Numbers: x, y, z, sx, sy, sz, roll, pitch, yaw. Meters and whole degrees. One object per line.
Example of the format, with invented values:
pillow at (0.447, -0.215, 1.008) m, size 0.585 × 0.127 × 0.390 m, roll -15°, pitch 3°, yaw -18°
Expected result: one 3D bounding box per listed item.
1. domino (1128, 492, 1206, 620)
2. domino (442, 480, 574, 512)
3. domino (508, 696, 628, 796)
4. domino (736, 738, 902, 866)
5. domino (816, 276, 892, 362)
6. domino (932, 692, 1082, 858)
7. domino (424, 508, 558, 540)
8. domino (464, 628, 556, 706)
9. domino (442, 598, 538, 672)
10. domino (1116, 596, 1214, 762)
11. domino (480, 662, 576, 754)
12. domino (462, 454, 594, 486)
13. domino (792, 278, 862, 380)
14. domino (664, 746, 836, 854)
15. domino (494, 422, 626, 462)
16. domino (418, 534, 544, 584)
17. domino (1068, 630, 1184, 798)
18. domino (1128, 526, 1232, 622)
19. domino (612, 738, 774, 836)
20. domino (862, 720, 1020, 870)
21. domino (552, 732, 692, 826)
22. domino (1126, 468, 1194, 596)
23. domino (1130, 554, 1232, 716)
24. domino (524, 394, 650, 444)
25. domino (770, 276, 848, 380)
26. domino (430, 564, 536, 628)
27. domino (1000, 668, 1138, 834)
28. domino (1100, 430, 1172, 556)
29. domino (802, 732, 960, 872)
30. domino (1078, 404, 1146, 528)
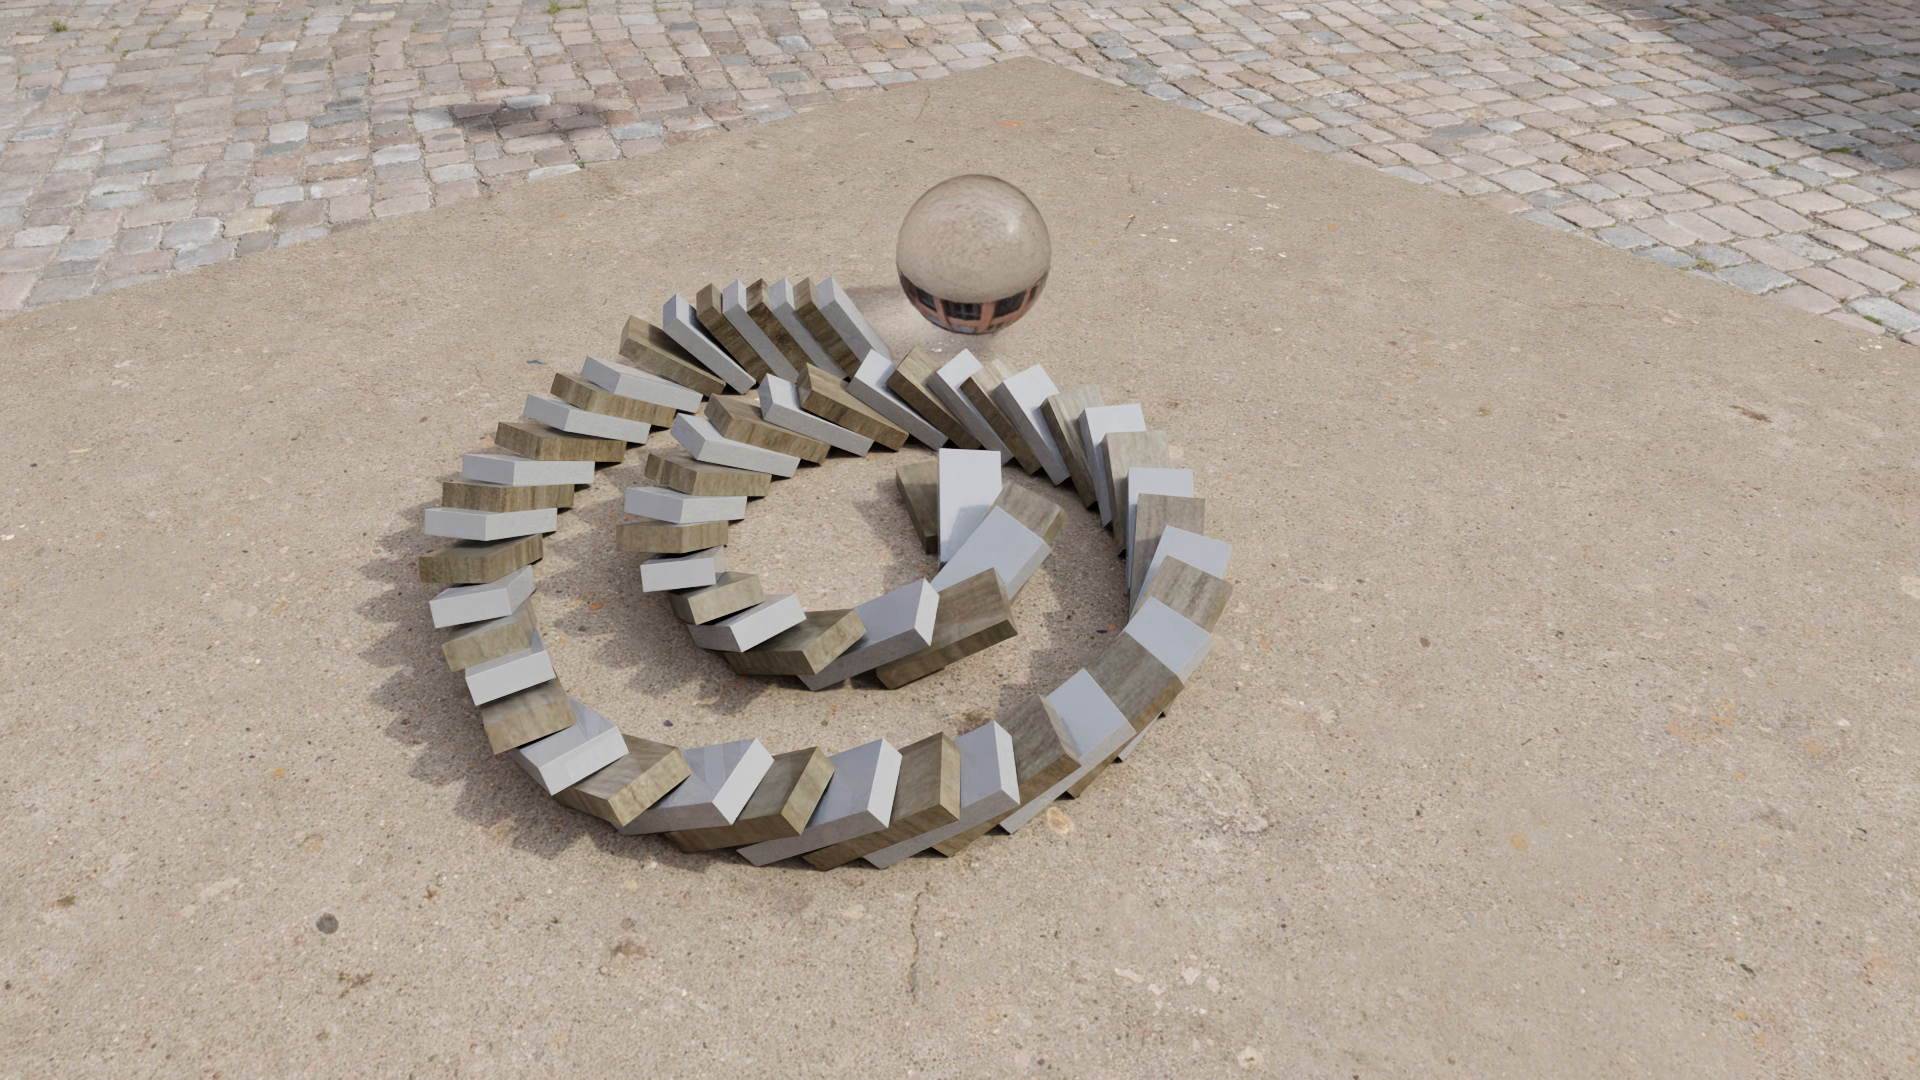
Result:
domino at (0.077, 0.008, 0.413) m, size 0.025 × 0.009 × 0.050 m, roll 5°, pitch 73°, yaw 7°
domino at (-0.181, -0.018, 0.444) m, size 0.025 × 0.009 × 0.050 m, roll 6°, pitch 6°, yaw 12°
domino at (-0.126, 0.064, 0.348) m, size 0.025 × 0.010 × 0.050 m, roll -28°, pitch 20°, yaw -30°
domino at (-0.042, 0.078, 0.326) m, size 0.050 × 0.010 × 0.025 m, roll -23°, pitch 34°, yaw 27°
domino at (-0.051, -0.103, 0.539) m, size 0.010 × 0.050 × 0.025 m, roll -30°, pitch 38°, yaw 13°
domino at (0.010, 0.071, 0.335) m, size 0.050 × 0.010 × 0.025 m, roll -37°, pitch 41°, yaw 11°
domino at (-0.183, -0.008, 0.432) m, size 0.025 × 0.009 × 0.050 m, roll 6°, pitch 6°, yaw 9°
domino at (-0.153, 0.042, 0.371) m, size 0.025 × 0.009 × 0.050 m, roll -20°, pitch 12°, yaw -22°
domino at (-0.163, 0.032, 0.384) m, size 0.025 × 0.009 × 0.050 m, roll -18°, pitch 12°, yaw -16°
domino at (0.059, 0.046, 0.368) m, size 0.025 × 0.010 × 0.050 m, roll 35°, pitch 81°, yaw 34°
domino at (-0.143, 0.054, 0.361) m, size 0.025 × 0.009 × 0.050 m, roll -20°, pitch 17°, yaw -23°
domino at (-0.178, -0.029, 0.457) m, size 0.025 × 0.010 × 0.050 m, roll 9°, pitch 6°, yaw 17°
domino at (-0.062, -0.102, 0.538) m, size 0.010 × 0.050 × 0.025 m, roll -30°, pitch 38°, yaw 13°
domino at (-0.063, 0.078, 0.328) m, size 0.050 × 0.009 × 0.025 m, roll -18°, pitch 29°, yaw 33°
domino at (-0.171, -0.042, 0.475) m, size 0.025 × 0.009 × 0.050 m, roll 19°, pitch 11°, yaw 22°
domino at (-0.180, 0.006, 0.417) m, size 0.025 × 0.010 × 0.050 m, roll 0°, pitch 10°, yaw 1°
domino at (0.045, 0.056, 0.356) m, size 0.050 × 0.010 × 0.025 m, roll -44°, pitch 51°, yaw -4°
domino at (0.078, 0.022, 0.396) m, size 0.025 × 0.009 × 0.050 m, roll 18°, pitch 75°, yaw 19°
domino at (-0.082, 0.075, 0.332) m, size 0.050 × 0.010 × 0.025 m, roll -15°, pitch 28°, yaw 35°
domino at (-0.007, 0.076, 0.329) m, size 0.050 × 0.010 × 0.025 m, roll -30°, pitch 37°, yaw 19°
domino at (-0.106, 0.072, 0.338) m, size 0.050 × 0.009 × 0.025 m, roll -2°, pitch 28°, yaw 48°
domino at (0.078, -0.003, 0.428) m, size 0.025 × 0.010 × 0.050 m, roll 2°, pitch 70°, yaw 3°
domino at (0.072, 0.033, 0.383) m, size 0.025 × 0.009 × 0.050 m, roll 26°, pitch 77°, yaw 23°
domino at (-0.164, -0.053, 0.486) m, size 0.025 × 0.010 × 0.050 m, roll 20°, pitch 7°, yaw 24°
domino at (-0.074, -0.102, 0.538) m, size 0.010 × 0.050 × 0.025 m, roll -30°, pitch 38°, yaw 13°
domino at (-0.172, 0.020, 0.400) m, size 0.025 × 0.009 × 0.050 m, roll -10°, pitch 10°, yaw -10°
domino at (0.028, 0.066, 0.345) m, size 0.050 × 0.010 × 0.025 m, roll -39°, pitch 47°, yaw -1°
domino at (0.074, -0.019, 0.446) m, size 0.025 × 0.009 × 0.050 m, roll -3°, pitch 72°, yaw -8°
domino at (-0.023, 0.078, 0.326) m, size 0.050 × 0.010 × 0.025 m, roll -26°, pitch 37°, yaw 23°
domino at (0.068, -0.032, 0.460) m, size 0.025 × 0.009 × 0.050 m, roll -7°, pitch 73°, yaw -14°
